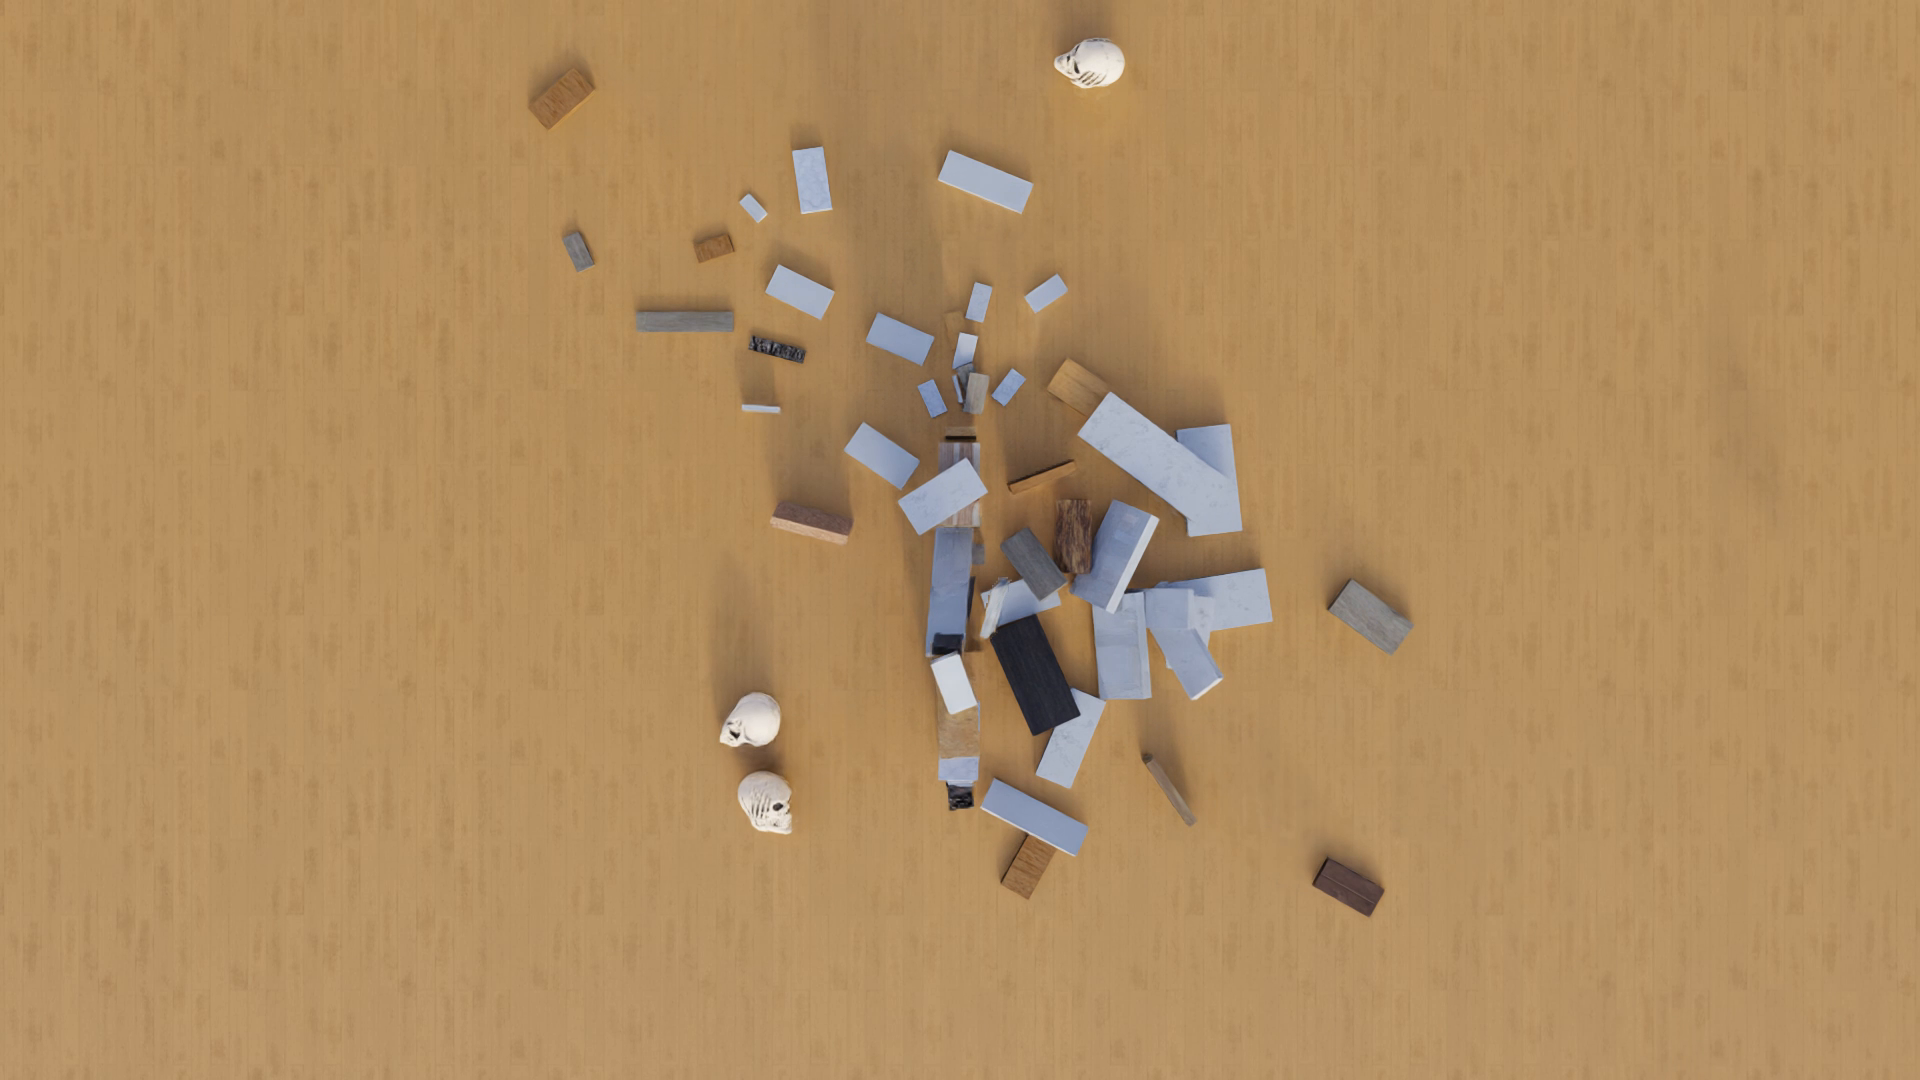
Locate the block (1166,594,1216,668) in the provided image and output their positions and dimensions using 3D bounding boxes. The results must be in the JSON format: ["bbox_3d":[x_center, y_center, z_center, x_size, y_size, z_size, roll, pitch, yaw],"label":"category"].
[{"bbox_3d":[0.758,0.305,5.431,0.125,0.035,0.250,7,94,-1],"label":"block"}]

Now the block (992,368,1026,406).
[{"bbox_3d":[0.161,-0.508,5.492,0.058,0.016,0.116,38,90,0],"label":"block"}]

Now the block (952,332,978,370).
[{"bbox_3d":[0.016,-0.623,5.477,0.061,0.017,0.122,12,101,-5],"label":"block"}]

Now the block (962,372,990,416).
[{"bbox_3d":[0.053,-0.486,5.471,0.067,0.019,0.133,10,100,-6],"label":"block"}]

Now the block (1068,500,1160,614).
[{"bbox_3d":[0.505,0.053,5.423,0.172,0.049,0.345,26,90,43],"label":"block"}]

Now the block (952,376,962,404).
[{"bbox_3d":[-0.008,-0.500,5.477,0.013,0.045,0.091,-14,90,0],"label":"block"}]

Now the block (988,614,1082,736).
[{"bbox_3d":[0.247,0.446,5.454,0.172,0.049,0.365,-24,85,4],"label":"block"}]

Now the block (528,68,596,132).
[{"bbox_3d":[-1.323,-1.464,5.485,0.206,0.029,0.103,-41,90,0],"label":"block"}]

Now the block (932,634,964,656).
[{"bbox_3d":[-0.038,0.328,5.169,0.090,0.180,0.026,2,100,2],"label":"block"}]

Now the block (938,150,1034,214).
[{"bbox_3d":[0.086,-1.190,5.485,0.301,0.029,0.103,22,90,0],"label":"block"}]

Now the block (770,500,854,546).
[{"bbox_3d":[-0.486,-0.057,5.434,0.257,0.129,0.036,15,117,0],"label":"block"}]

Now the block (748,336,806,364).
[{"bbox_3d":[-0.608,-0.634,5.494,0.186,0.013,0.045,15,90,0],"label":"block"}]

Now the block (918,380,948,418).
[{"bbox_3d":[-0.092,-0.471,5.492,0.058,0.016,0.116,-24,90,0],"label":"block"}]

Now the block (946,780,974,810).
[{"bbox_3d":[-0.003,0.811,5.468,0.079,0.022,0.158,-9,79,8],"label":"block"}]

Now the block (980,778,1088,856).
[{"bbox_3d":[0.247,0.920,5.467,0.355,0.030,0.106,27,70,0],"label":"block"}]

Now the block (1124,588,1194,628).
[{"bbox_3d":[0.643,0.223,5.388,0.257,0.036,0.128,-1,88,40],"label":"block"}]

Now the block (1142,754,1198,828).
[{"bbox_3d":[0.690,0.824,5.437,0.035,0.125,0.250,-35,90,0],"label":"block"}]

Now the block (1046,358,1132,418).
[{"bbox_3d":[0.427,-0.481,5.482,0.257,0.036,0.128,34,90,0],"label":"block"}]

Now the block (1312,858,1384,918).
[{"bbox_3d":[1.291,1.155,5.485,0.212,0.030,0.106,30,90,0],"label":"block"}]

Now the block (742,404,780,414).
[{"bbox_3d":[-0.659,-0.436,5.469,0.122,0.061,0.017,5,91,0],"label":"block"}]

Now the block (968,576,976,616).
[{"bbox_3d":[0.009,0.184,5.471,0.067,0.019,0.134,8,90,0],"label":"block"}]

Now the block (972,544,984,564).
[{"bbox_3d":[0.016,0.048,5.491,0.134,0.019,0.067,0,90,0],"label":"block"}]

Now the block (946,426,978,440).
[{"bbox_3d":[0.004,-0.349,5.397,0.103,0.205,0.029,0,90,0],"label":"block"}]

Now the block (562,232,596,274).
[{"bbox_3d":[-1.270,-0.957,5.491,0.061,0.017,0.122,-25,90,0],"label":"block"}]

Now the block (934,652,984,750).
[{"bbox_3d":[-0.002,0.503,5.172,0.153,0.043,0.305,0,90,0],"label":"block"}]

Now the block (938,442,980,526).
[{"bbox_3d":[-0.003,-0.177,5.220,0.131,0.037,0.261,1,90,0],"label":"block"}]

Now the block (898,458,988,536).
[{"bbox_3d":[-0.054,-0.136,5.184,0.256,0.036,0.128,-32,90,0],"label":"block"}]

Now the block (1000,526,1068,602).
[{"bbox_3d":[0.244,0.081,5.455,0.116,0.033,0.231,-36,76,-2],"label":"block"}]

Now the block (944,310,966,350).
[{"bbox_3d":[-0.011,-0.698,5.491,0.061,0.017,0.122,-13,90,0],"label":"block"}]

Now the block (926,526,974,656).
[{"bbox_3d":[-0.033,0.168,5.393,0.123,0.035,0.441,2,68,7],"label":"block"}]

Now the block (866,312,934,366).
[{"bbox_3d":[-0.199,-0.667,5.485,0.205,0.029,0.103,24,90,0],"label":"block"}]

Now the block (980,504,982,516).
[{"bbox_3d":[0.005,-0.097,5.369,0.130,0.261,0.037,2,90,0],"label":"block"}]

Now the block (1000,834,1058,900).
[{"bbox_3d":[0.233,1.076,5.485,0.106,0.030,0.212,29,90,0],"label":"block"}]

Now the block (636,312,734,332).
[{"bbox_3d":[-0.915,-0.726,5.491,0.321,0.019,0.067,0,90,0],"label":"block"}]

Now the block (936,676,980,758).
[{"bbox_3d":[-0.006,0.545,5.074,0.123,0.035,0.246,-3,84,0],"label":"block"}]

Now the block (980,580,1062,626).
[{"bbox_3d":[0.202,0.196,5.483,0.243,0.034,0.122,-19,90,0],"label":"block"}]

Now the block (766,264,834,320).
[{"bbox_3d":[-0.532,-0.823,5.485,0.205,0.029,0.103,26,90,0],"label":"block"}]

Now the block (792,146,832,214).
[{"bbox_3d":[-0.491,-1.196,5.485,0.103,0.029,0.206,-8,90,0],"label":"block"}]

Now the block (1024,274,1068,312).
[{"bbox_3d":[0.288,-0.820,5.491,0.133,0.019,0.067,-35,90,0],"label":"block"}]

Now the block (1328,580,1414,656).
[{"bbox_3d":[1.364,0.257,5.482,0.257,0.036,0.129,36,90,0],"label":"block"}]

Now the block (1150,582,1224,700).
[{"bbox_3d":[0.713,0.326,5.373,0.129,0.036,0.378,-43,63,31],"label":"block"}]

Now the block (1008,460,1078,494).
[{"bbox_3d":[0.273,-0.207,5.441,0.231,0.116,0.033,-21,94,0],"label":"block"}]

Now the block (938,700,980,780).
[{"bbox_3d":[-0.001,0.620,5.108,0.123,0.035,0.246,2,87,0],"label":"block"}]

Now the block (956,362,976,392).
[{"bbox_3d":[0.034,-0.526,5.480,0.058,0.016,0.116,-23,102,0],"label":"block"}]

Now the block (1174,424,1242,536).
[{"bbox_3d":[0.825,-0.198,5.475,0.178,0.050,0.356,-7,90,0],"label":"block"}]

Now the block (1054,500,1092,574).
[{"bbox_3d":[0.374,-0.012,5.451,0.121,0.034,0.243,1,90,36],"label":"block"}]

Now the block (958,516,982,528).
[{"bbox_3d":[0.007,-0.061,5.378,0.122,0.243,0.034,1,90,0],"label":"block"}]

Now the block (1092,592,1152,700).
[{"bbox_3d":[0.531,0.349,5.427,0.172,0.049,0.345,-5,90,39],"label":"block"}]

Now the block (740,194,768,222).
[{"bbox_3d":[-0.688,-1.106,5.494,0.045,0.013,0.091,-42,90,0],"label":"block"}]

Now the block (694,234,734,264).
[{"bbox_3d":[-0.820,-0.969,5.491,0.122,0.017,0.061,-19,90,0],"label":"block"}]

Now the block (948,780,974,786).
[{"bbox_3d":[0.003,0.762,5.230,0.079,0.158,0.022,3,86,2],"label":"block"}]

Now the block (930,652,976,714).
[{"bbox_3d":[-0.020,0.435,5.015,0.090,0.025,0.180,-22,110,-4],"label":"block"}]

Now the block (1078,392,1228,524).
[{"bbox_3d":[0.633,-0.272,5.429,0.485,0.050,0.178,37,92,2],"label":"block"}]

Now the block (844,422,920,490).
[{"bbox_3d":[-0.258,-0.279,5.484,0.231,0.033,0.116,34,90,0],"label":"block"}]

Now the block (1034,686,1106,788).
[{"bbox_3d":[0.368,0.657,5.482,0.125,0.035,0.313,23,90,0],"label":"block"}]

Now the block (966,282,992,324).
[{"bbox_3d":[0.063,-0.790,5.491,0.061,0.017,0.122,15,90,0],"label":"block"}]

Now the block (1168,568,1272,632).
[{"bbox_3d":[0.845,0.209,5.475,0.356,0.050,0.178,-9,90,0],"label":"block"}]

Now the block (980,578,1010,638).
[{"bbox_3d":[0.112,0.222,5.351,0.026,0.090,0.180,21,113,13],"label":"block"}]
